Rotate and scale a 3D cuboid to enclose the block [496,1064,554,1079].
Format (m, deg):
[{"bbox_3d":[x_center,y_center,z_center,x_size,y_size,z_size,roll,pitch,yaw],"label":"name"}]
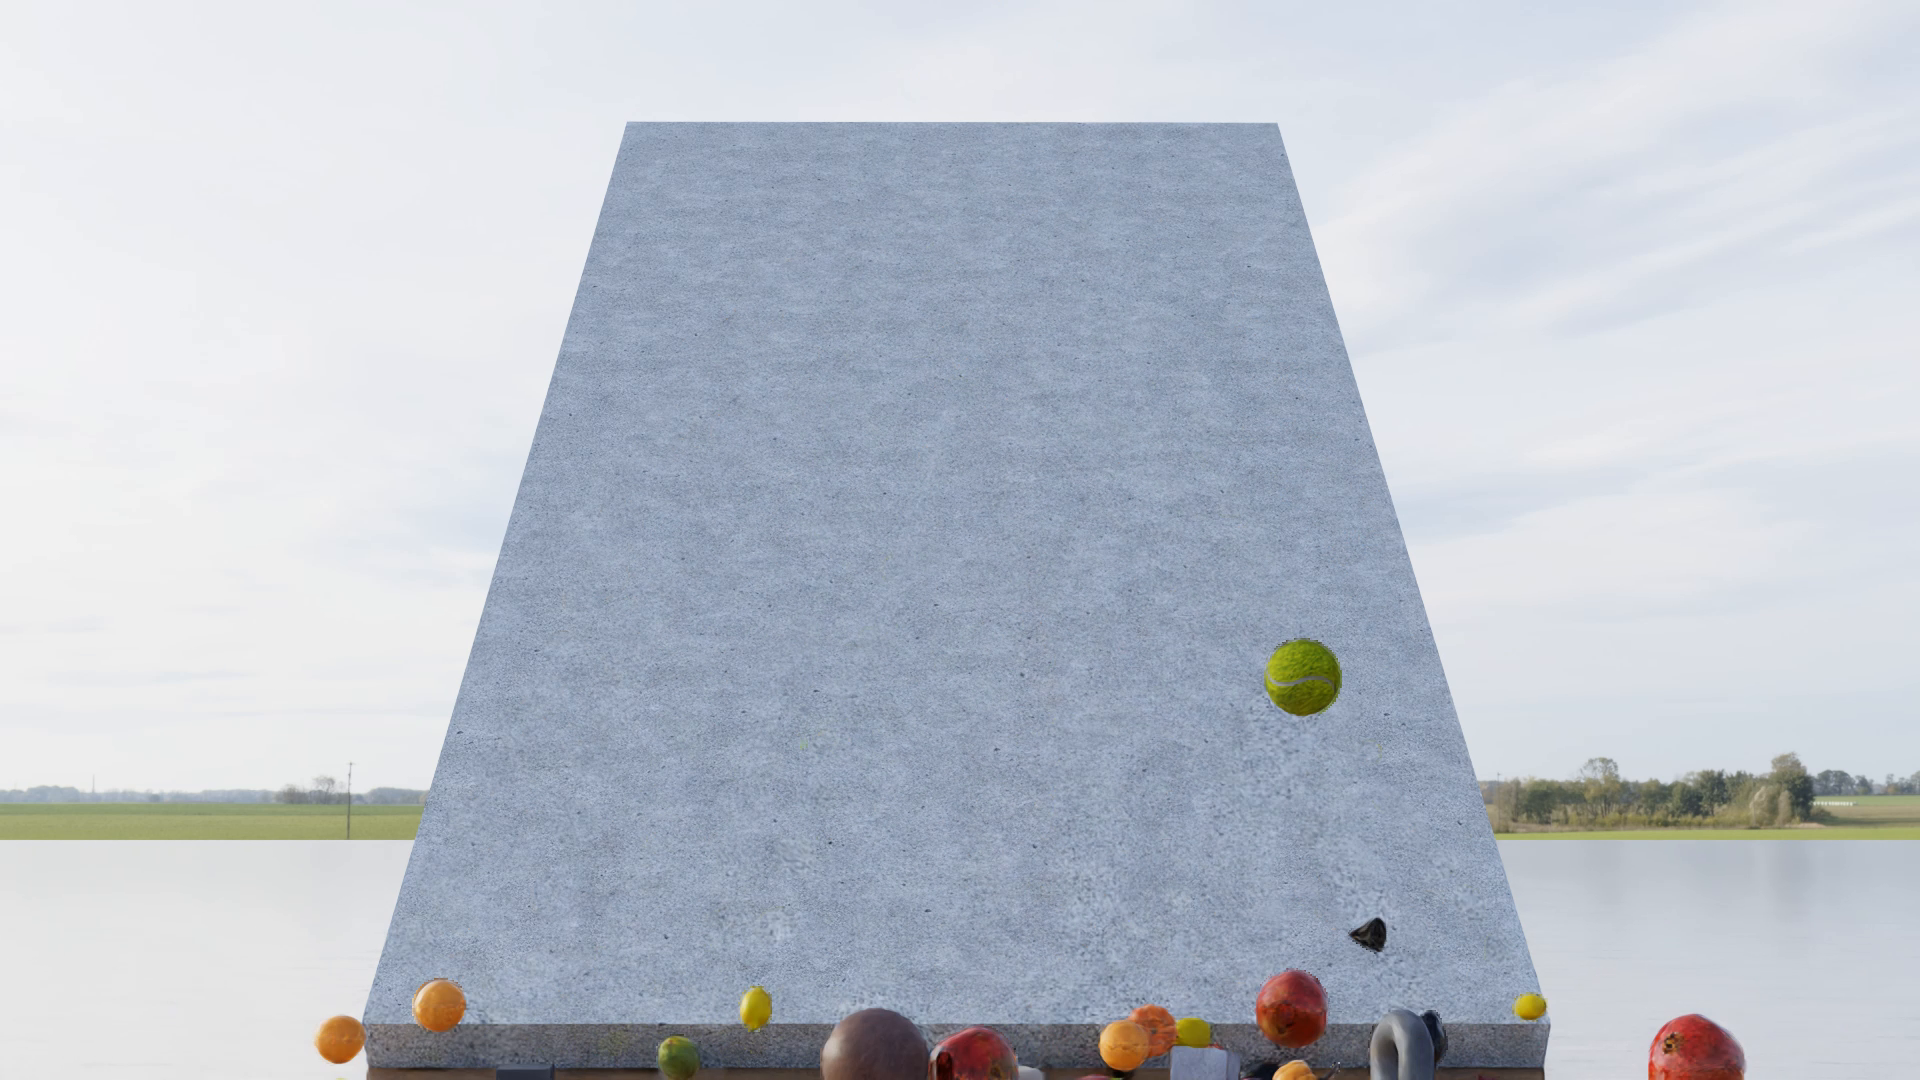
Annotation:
[{"bbox_3d":[-0.605,0.769,3.390,0.073,0.073,0.073,1,-7,-5],"label":"block"}]

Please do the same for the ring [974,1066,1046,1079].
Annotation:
[{"bbox_3d":[0.078,0.831,3.748,0.113,0.038,0.113,1,-6,0],"label":"ring"}]

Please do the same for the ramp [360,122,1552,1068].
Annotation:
[{"bbox_3d":[-0.015,-0.194,5.828,2.000,0.100,4.000,0,32,0],"label":"ramp"}]

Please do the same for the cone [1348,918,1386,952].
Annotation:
[{"bbox_3d":[0.705,0.690,4.270,0.060,0.060,0.060,-5,-9,36],"label":"cone"}]

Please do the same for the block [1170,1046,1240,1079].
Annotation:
[{"bbox_3d":[0.352,0.773,3.508,0.080,0.080,0.080,0,-15,20],"label":"block"}]

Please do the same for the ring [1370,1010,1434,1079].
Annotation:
[{"bbox_3d":[0.583,0.691,3.222,0.047,0.141,0.141,5,-8,-13],"label":"ring"}]
